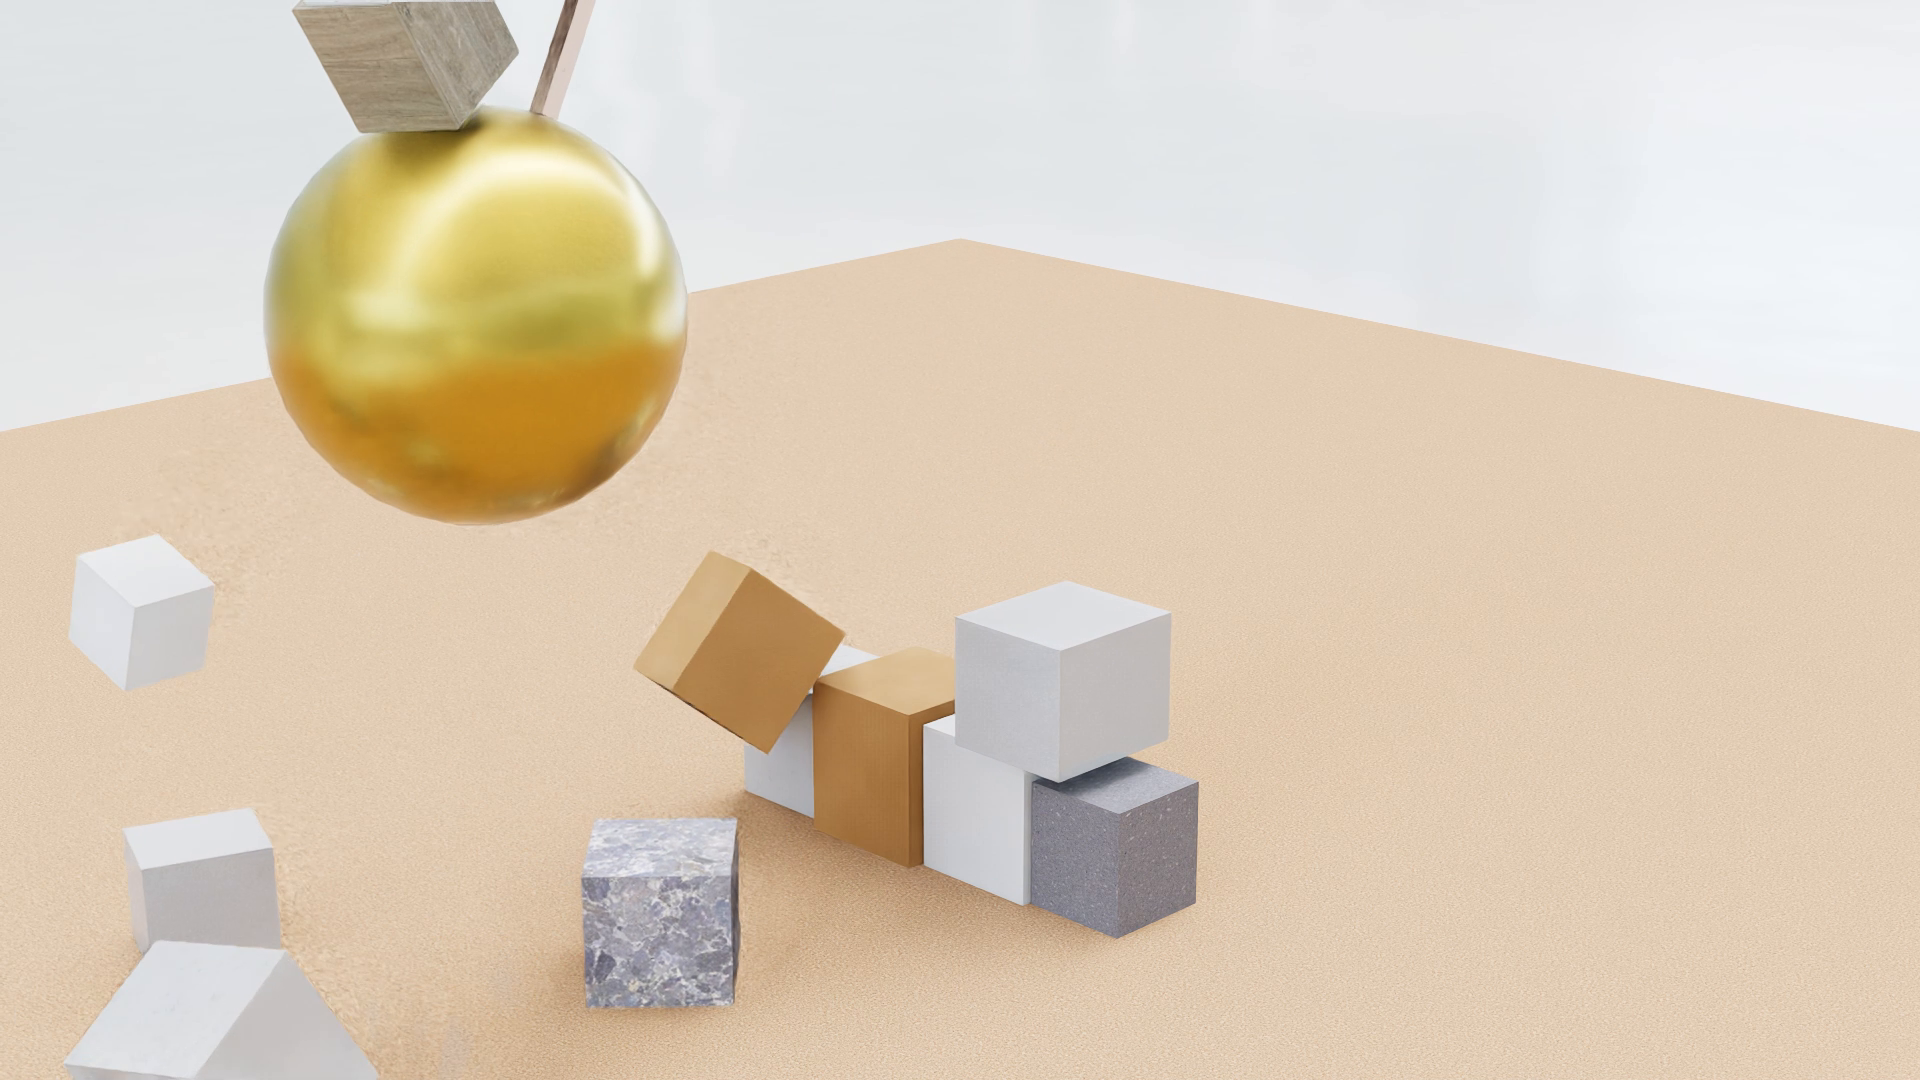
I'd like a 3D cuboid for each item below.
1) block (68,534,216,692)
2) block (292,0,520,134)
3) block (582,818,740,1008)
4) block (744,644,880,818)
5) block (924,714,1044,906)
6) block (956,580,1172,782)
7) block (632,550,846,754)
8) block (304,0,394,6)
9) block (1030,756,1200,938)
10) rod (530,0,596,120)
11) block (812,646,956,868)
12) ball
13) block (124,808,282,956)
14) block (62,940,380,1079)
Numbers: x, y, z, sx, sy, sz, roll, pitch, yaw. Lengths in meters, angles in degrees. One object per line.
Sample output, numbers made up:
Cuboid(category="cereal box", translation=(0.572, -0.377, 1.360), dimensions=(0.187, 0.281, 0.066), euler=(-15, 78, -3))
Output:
Cuboid(category="block", translation=(-2.935, 0.258, 10.516), dimensions=(0.363, 0.363, 0.331), euler=(35, 35, 30))
Cuboid(category="block", translation=(-2.012, -1.852, 10.682), dimensions=(0.464, 0.546, 0.474), euler=(3, 45, 30))
Cuboid(category="block", translation=(-1.252, 1.568, 12.364), dimensions=(0.608, 0.594, 0.607), euler=(0, 17, -1))
Cuboid(category="block", translation=(-0.641, 0.928, 14.329), dimensions=(0.586, 0.636, 0.592), euler=(-17, 24, -42))
Cuboid(category="block", translation=(0.265, 1.178, 13.438), dimensions=(0.587, 0.694, 0.635), euler=(-17, 24, -42))
Cuboid(category="block", translation=(0.458, 0.618, 13.055), dimensions=(0.635, 0.605, 0.722), euler=(17, 24, 42))
Cuboid(category="block", translation=(-1.041, 0.520, 13.763), dimensions=(0.580, 0.669, 0.577), euler=(36, -7, -25))
Cuboid(category="block", translation=(-2.143, -2.169, 10.347), dimensions=(0.403, 0.406, 0.386), euler=(6, 47, 33))
Cuboid(category="block", translation=(0.689, 1.350, 13.066), dimensions=(0.529, 0.589, 0.518), euler=(-17, 24, -42))
Cuboid(category="rod", translation=(-0.794, -4.090, 11.224), dimensions=(0.080, 5.200, 0.080), euler=(17, -2, 42))
Cuboid(category="block", translation=(-0.222, 1.014, 13.857), dimensions=(0.676, 0.757, 0.661), euler=(-16, 24, -42))
Cuboid(category="ball", translation=(-1.833, -0.853, 11.152), dimensions=(1.600, 1.600, 1.600), euler=(0, 17, 0))
Cuboid(category="block", translation=(-3.274, 1.518, 12.671), dimensions=(0.549, 0.502, 0.481), euler=(-8, 19, -23))
Cuboid(category="block", translation=(-2.663, 1.915, 10.605), dimensions=(0.671, 0.684, 0.587), euler=(-1, 41, 33))
